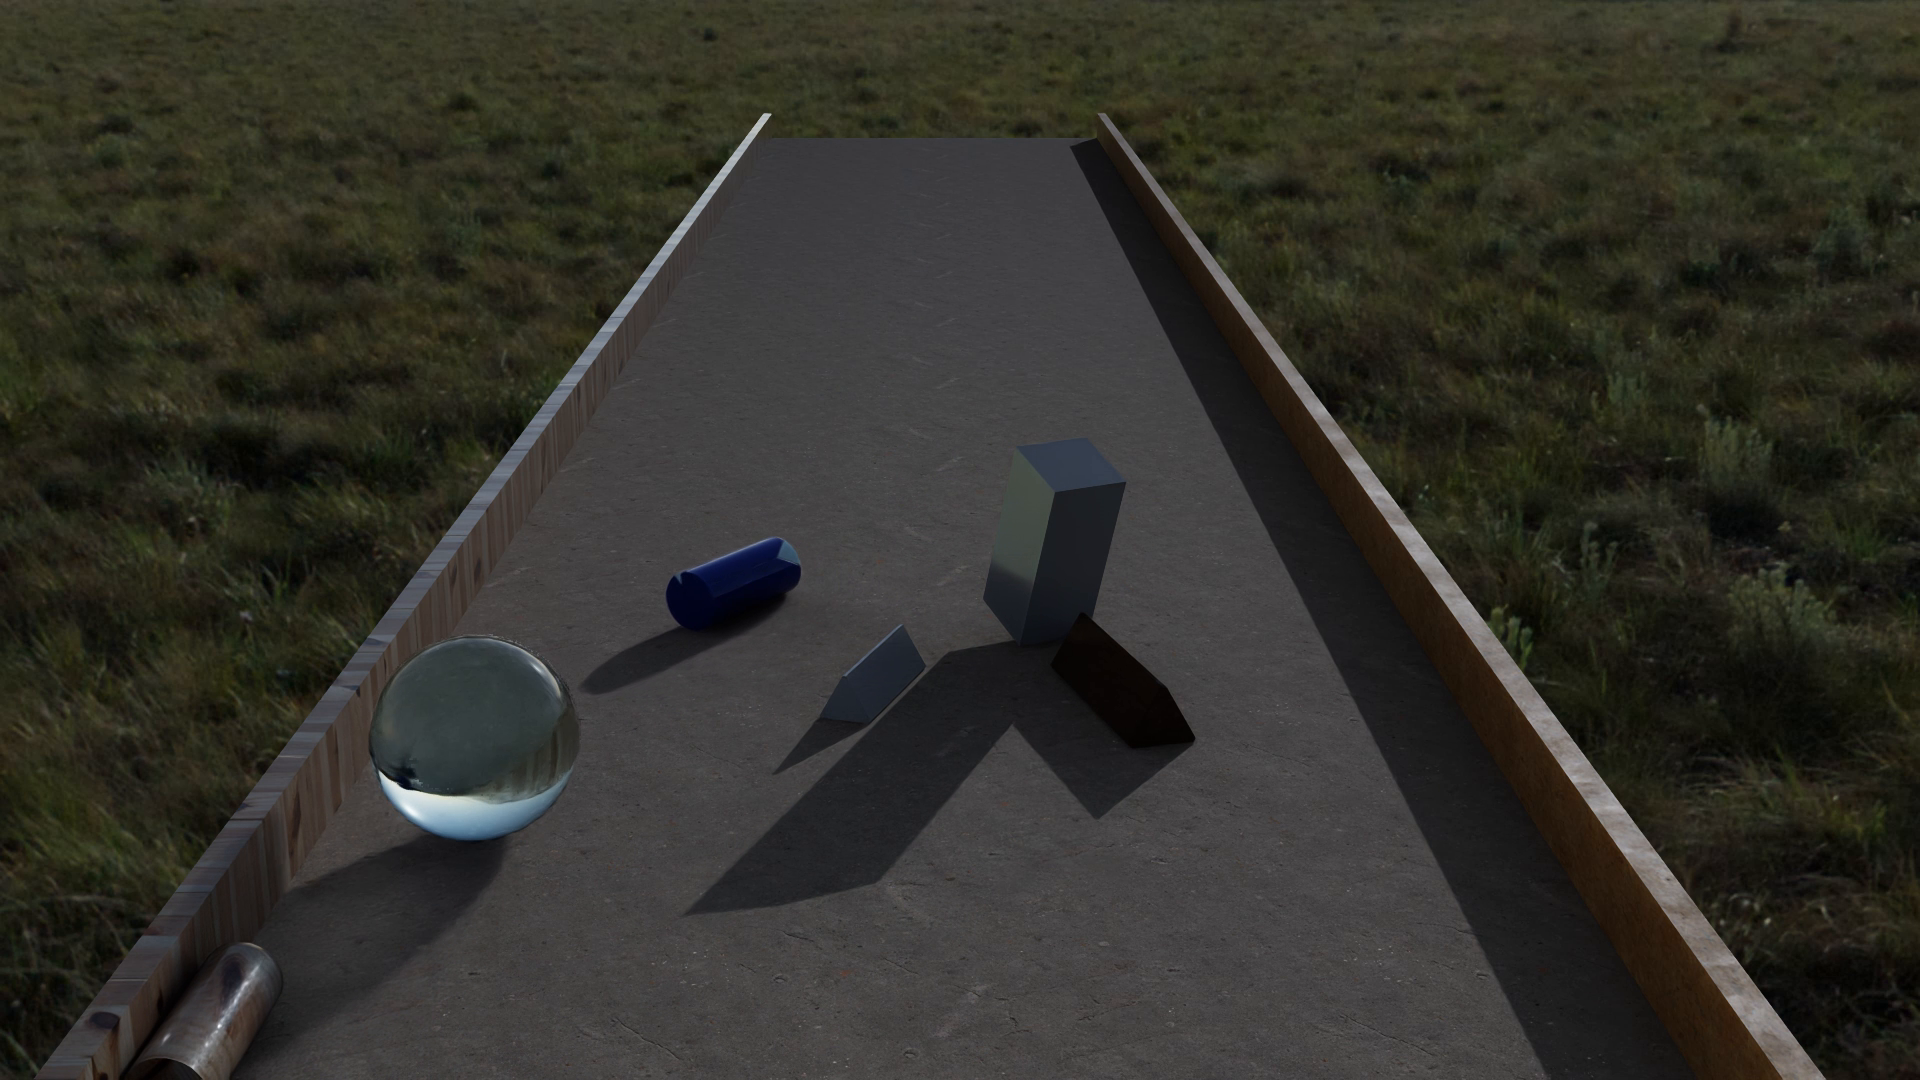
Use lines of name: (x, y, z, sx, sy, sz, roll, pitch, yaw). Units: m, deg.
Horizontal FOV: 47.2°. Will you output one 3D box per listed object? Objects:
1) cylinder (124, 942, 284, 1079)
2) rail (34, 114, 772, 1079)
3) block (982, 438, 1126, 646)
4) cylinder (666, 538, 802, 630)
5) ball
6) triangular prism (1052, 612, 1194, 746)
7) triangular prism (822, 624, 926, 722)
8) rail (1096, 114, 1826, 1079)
cylinder: (-0.982, 0.645, 2.864, 0.111, 0.111, 0.311, 0, 17, 0)
rail: (-1.118, -0.838, 7.780, 0.050, 0.150, 12.000, 0, 17, -1)
block: (0.189, 0.004, 4.483, 0.165, 0.383, 0.165, -9, 39, -27)
cylinder: (-0.480, 0.091, 4.698, 0.127, 0.127, 0.303, 10, 19, 31)
ball: (-0.786, 0.322, 3.561, 0.333, 0.333, 0.333, 0, 17, 0)
triangular prism: (0.304, 0.255, 4.167, 0.125, 0.108, 0.444, -4, 17, -16)
triangular prism: (-0.165, 0.250, 4.225, 0.100, 0.086, 0.314, 5, 17, 18)
rail: (0.932, -0.844, 7.801, 0.050, 0.150, 12.000, 0, 17, -1)
